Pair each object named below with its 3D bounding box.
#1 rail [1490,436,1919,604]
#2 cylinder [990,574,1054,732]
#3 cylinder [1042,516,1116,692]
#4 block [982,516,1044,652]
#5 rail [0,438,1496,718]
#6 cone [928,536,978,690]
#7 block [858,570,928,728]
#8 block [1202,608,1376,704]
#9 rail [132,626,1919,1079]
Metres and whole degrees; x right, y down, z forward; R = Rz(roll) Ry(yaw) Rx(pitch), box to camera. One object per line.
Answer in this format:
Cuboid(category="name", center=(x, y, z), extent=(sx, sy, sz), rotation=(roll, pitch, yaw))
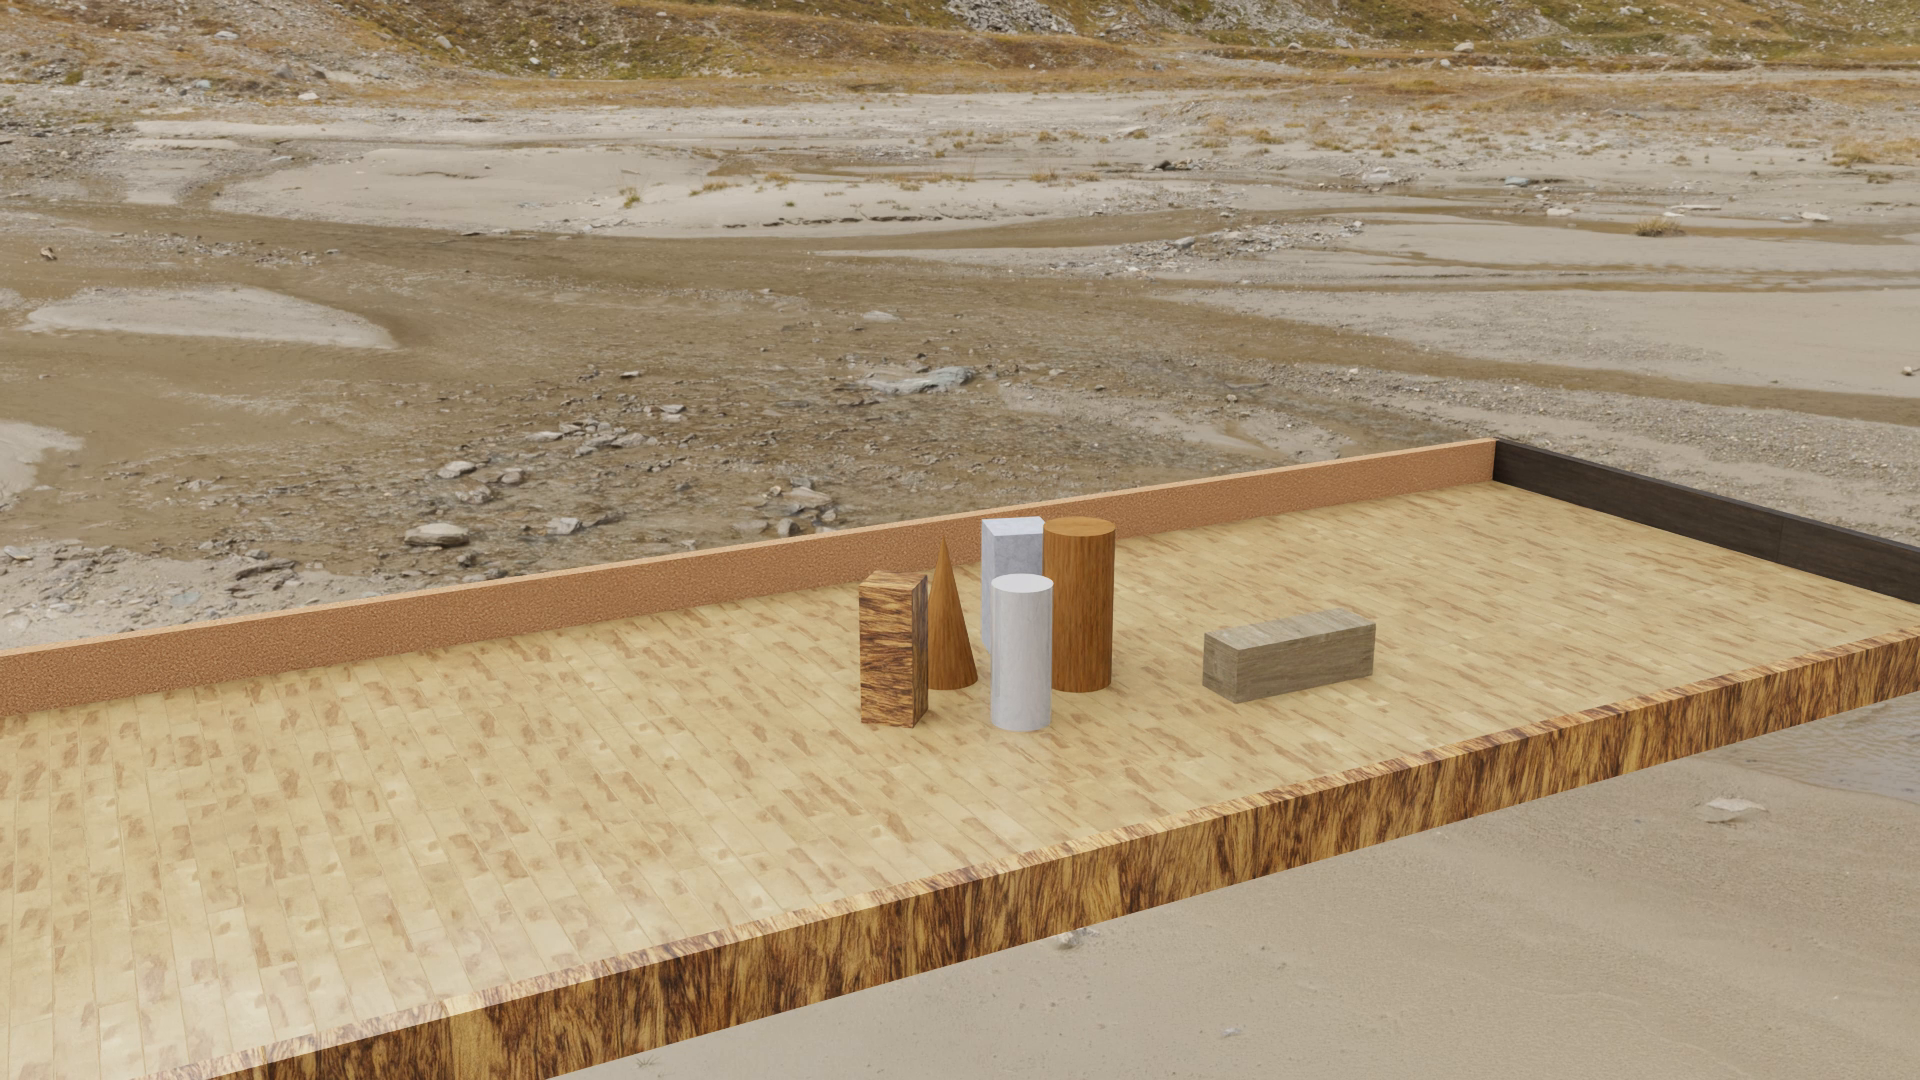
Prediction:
Cuboid(category="rail", center=(2.466, -0.048, 5.253), extent=(0.050, 0.150, 2.100), rotation=(-9, 18, -27))
Cuboid(category="cylinder", center=(0.144, 0.262, 3.860), extent=(0.144, 0.340, 0.144), rotation=(0, 16, 0))
Cuboid(category="cylinder", center=(0.292, 0.159, 4.100), extent=(0.177, 0.402, 0.177), rotation=(0, 16, 0))
Cuboid(category="block", center=(0.149, 0.125, 4.332), extent=(0.157, 0.337, 0.157), rotation=(-3, 17, -11))
Cuboid(category="rail", center=(-3.305, 0.497, 3.399), extent=(12.000, 0.150, 0.050), rotation=(-9, 18, -27))
Cuboid(category="cone", center=(-0.040, 0.165, 4.116), extent=(0.171, 0.381, 0.171), rotation=(0, 16, 0))
Cuboid(category="block", center=(-0.155, 0.256, 3.882), extent=(0.127, 0.340, 0.127), rotation=(5, 17, 15))
Cuboid(category="block", center=(0.826, 0.287, 4.133), extent=(0.425, 0.139, 0.139), rotation=(-8, 18, -26))
Cuboid(category="rail", center=(-2.336, 1.006, 1.665), extent=(12.000, 0.150, 0.050), rotation=(-9, 18, -27))
